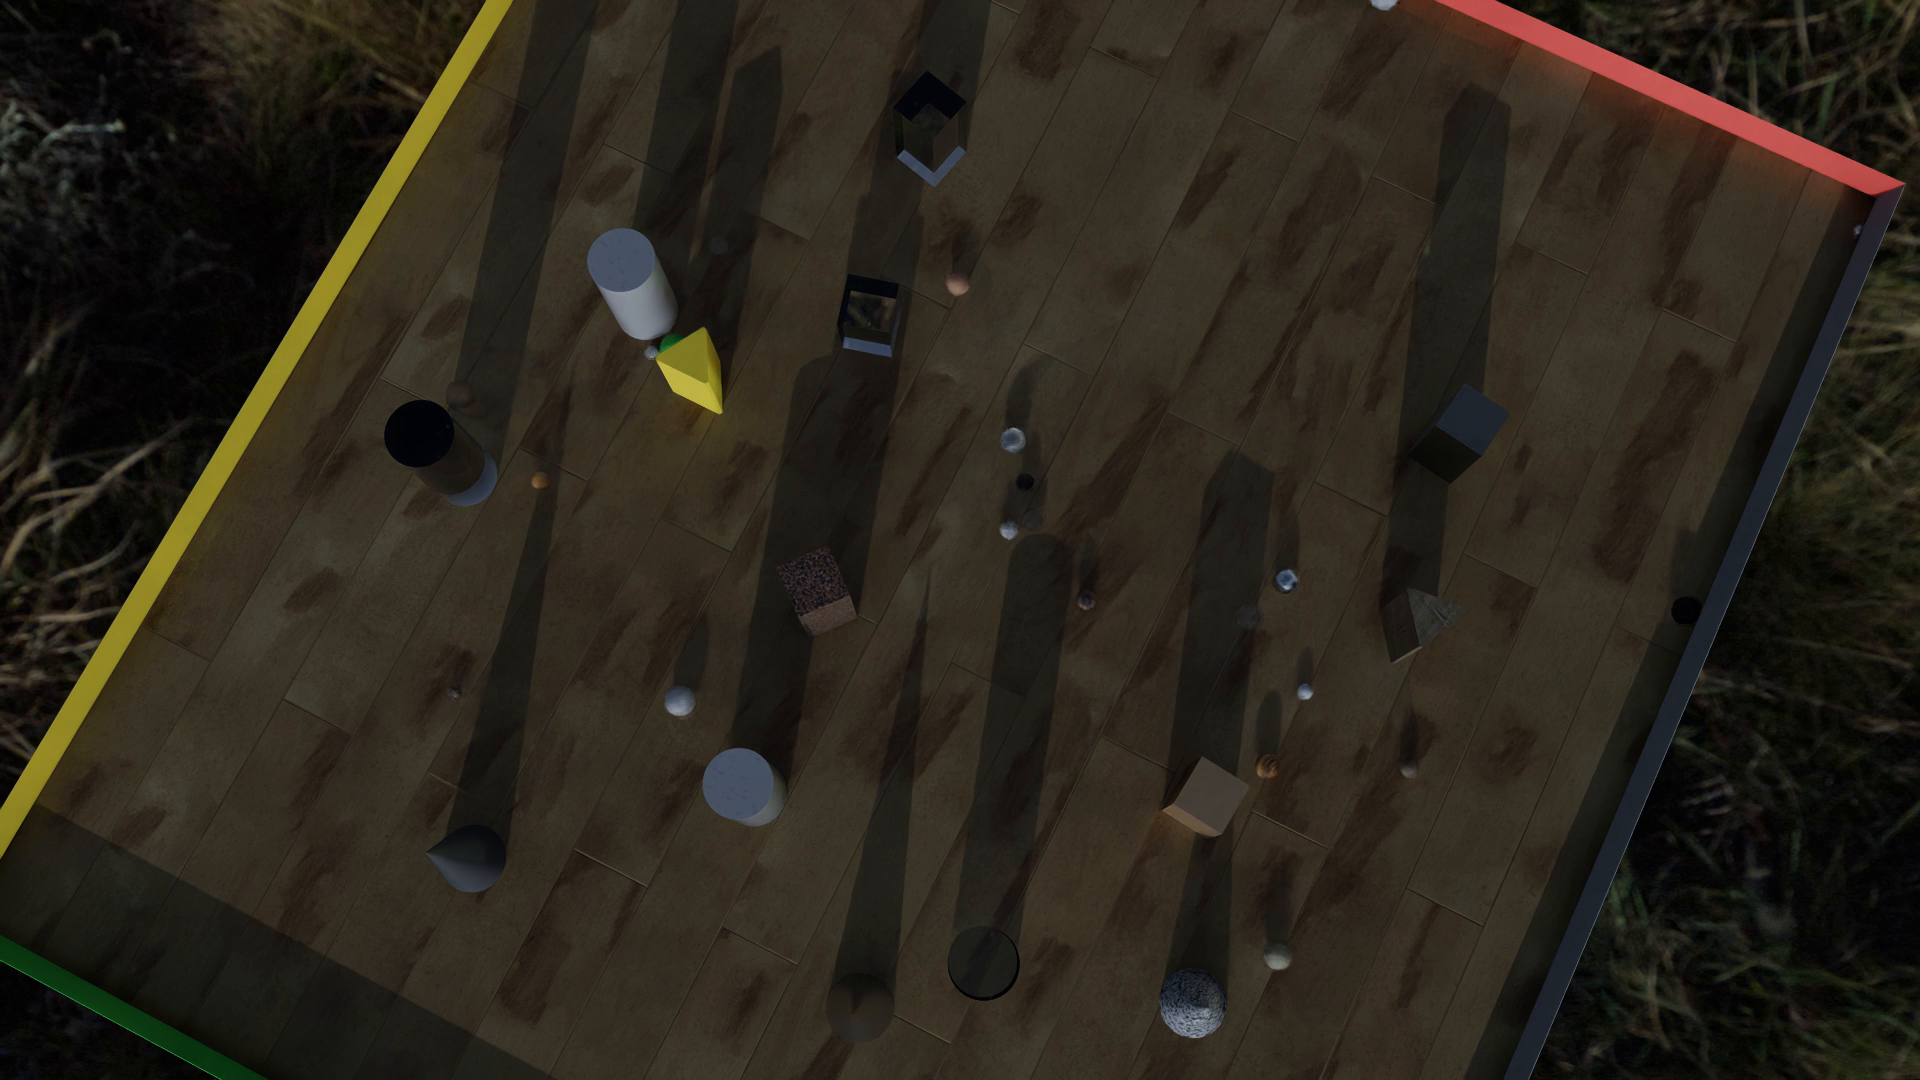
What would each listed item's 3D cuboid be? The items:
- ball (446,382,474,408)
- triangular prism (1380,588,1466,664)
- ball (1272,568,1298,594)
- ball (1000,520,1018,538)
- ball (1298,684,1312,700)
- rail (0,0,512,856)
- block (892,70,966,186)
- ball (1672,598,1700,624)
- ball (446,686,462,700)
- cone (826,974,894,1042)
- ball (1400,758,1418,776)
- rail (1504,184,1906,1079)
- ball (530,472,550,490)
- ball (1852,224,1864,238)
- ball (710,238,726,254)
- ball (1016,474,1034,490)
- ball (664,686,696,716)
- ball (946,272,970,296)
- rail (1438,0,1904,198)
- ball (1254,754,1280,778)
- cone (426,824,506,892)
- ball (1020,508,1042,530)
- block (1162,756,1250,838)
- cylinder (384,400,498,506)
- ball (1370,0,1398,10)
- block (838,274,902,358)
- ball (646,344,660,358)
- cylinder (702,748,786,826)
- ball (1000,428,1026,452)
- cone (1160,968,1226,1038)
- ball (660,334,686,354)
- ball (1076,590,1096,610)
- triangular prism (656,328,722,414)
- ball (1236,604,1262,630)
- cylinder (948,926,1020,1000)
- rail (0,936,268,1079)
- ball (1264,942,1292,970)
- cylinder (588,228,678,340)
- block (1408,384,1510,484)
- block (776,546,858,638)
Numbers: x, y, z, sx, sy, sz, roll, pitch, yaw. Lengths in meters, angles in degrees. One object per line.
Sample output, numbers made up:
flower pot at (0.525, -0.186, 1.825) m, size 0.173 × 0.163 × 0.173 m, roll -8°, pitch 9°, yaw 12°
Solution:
ball at (-1.545, -0.446, 5.668) m, size 0.081 × 0.081 × 0.081 m, roll 0°, pitch 78°, yaw 0°
triangular prism at (1.325, 0.230, 5.388) m, size 0.171 × 0.355 × 0.149 m, roll -39°, pitch 81°, yaw -7°
ball at (0.987, 0.124, 5.552) m, size 0.077 × 0.077 × 0.077 m, roll 0°, pitch 78°, yaw 0°
ball at (0.149, -0.031, 5.594) m, size 0.056 × 0.056 × 0.056 m, roll 0°, pitch 78°, yaw 0°
ball at (1.035, 0.457, 5.498) m, size 0.047 × 0.047 × 0.047 m, roll 0°, pitch 78°, yaw 0°
rail at (-1.888, -0.917, 5.740) m, size 0.045 × 0.129 × 4.660 m, roll 26°, pitch 80°, yaw 5°
block at (-0.091, -1.272, 5.691) m, size 0.158 × 0.370 × 0.158 m, roll 40°, pitch 81°, yaw 8°
ball at (2.191, 0.214, 5.530) m, size 0.083 × 0.083 × 0.083 m, roll 0°, pitch 78°, yaw 0°
ball at (-1.519, 0.457, 5.500) m, size 0.042 × 0.042 × 0.042 m, roll 0°, pitch 78°, yaw 0°
cone at (-0.292, 1.320, 5.133) m, size 0.198 × 0.412 × 0.198 m, roll 0°, pitch 78°, yaw 0°
ball at (1.333, 0.677, 5.450) m, size 0.052 × 0.052 × 0.052 m, roll 0°, pitch 78°, yaw 0°
rail at (1.888, 0.931, 5.357) m, size 0.045 × 0.129 × 4.660 m, roll 26°, pitch 80°, yaw 5°
ball at (-1.289, -0.182, 5.626) m, size 0.055 × 0.055 × 0.055 m, roll 0°, pitch 78°, yaw 0°
ball at (2.845, -0.978, 5.798) m, size 0.042 × 0.042 × 0.042 m, roll 0°, pitch 78°, yaw 0°
ball at (-0.765, -0.929, 5.782) m, size 0.053 × 0.053 × 0.053 m, roll 0°, pitch 78°, yaw 0°
ball at (0.199, -0.178, 5.626) m, size 0.054 × 0.054 × 0.054 m, roll 0°, pitch 78°, yaw 0°
ball at (-0.836, 0.481, 5.471) m, size 0.090 × 0.090 × 0.090 m, roll 0°, pitch 78°, yaw 0°
ball at (-0.006, -0.805, 5.744) m, size 0.076 × 0.076 × 0.076 m, roll 0°, pitch 78°, yaw 0°
rail at (1.031, -2.013, 5.967) m, size 4.268 × 0.129 × 0.045 m, roll 26°, pitch 80°, yaw 5°
ball at (0.912, 0.672, 5.439) m, size 0.075 × 0.075 × 0.075 m, roll 0°, pitch 78°, yaw 0°
cone at (-1.442, 0.893, 5.182) m, size 0.198 × 0.489 × 0.198 m, roll 0°, pitch 78°, yaw 0°
ball at (0.220, -0.064, 5.595) m, size 0.067 × 0.067 × 0.067 m, roll 0°, pitch 78°, yaw 0°
block at (0.709, 0.748, 5.306) m, size 0.158 × 0.306 × 0.158 m, roll 32°, pitch 80°, yaw 6°
cylinder at (-1.527, -0.251, 5.416) m, size 0.198 × 0.494 × 0.198 m, roll 0°, pitch 78°, yaw 0°
ball at (1.374, -1.765, 5.935) m, size 0.093 × 0.093 × 0.093 m, roll 0°, pitch 78°, yaw 0°
block at (-0.276, -0.688, 5.634) m, size 0.158 × 0.244 × 0.158 m, roll 11°, pitch 79°, yaw 2°
ball at (-0.957, -0.587, 5.717) m, size 0.042 × 0.042 × 0.042 m, roll 0°, pitch 78°, yaw 0°
cylinder at (-0.614, 0.714, 5.269) m, size 0.198 × 0.391 × 0.198 m, roll 0°, pitch 78°, yaw 0°
ball at (0.163, -0.307, 5.641) m, size 0.077 × 0.077 × 0.077 m, roll 0°, pitch 78°, yaw 0°
cone at (0.679, 1.313, 5.169) m, size 0.198 × 0.345 × 0.198 m, roll 0°, pitch 78°, yaw 0°
ball at (-0.882, -0.590, 5.688) m, size 0.099 × 0.099 × 0.099 m, roll 0°, pitch 78°, yaw 0°
ball at (0.382, 0.180, 5.549) m, size 0.059 × 0.059 × 0.059 m, roll 0°, pitch 78°, yaw 0°
triangular prism at (-0.786, -0.529, 5.556) m, size 0.171 × 0.332 × 0.149 m, roll 26°, pitch 80°, yaw 5°
ball at (0.870, 0.231, 5.530) m, size 0.075 × 0.075 × 0.075 m, roll 0°, pitch 78°, yaw 0°
cylinder at (0.065, 1.194, 5.182) m, size 0.198 × 0.367 × 0.198 m, roll 0°, pitch 78°, yaw 0°
rail at (-1.031, 2.027, 5.130) m, size 4.268 × 0.129 × 0.045 m, roll 26°, pitch 80°, yaw 5°
ball at (0.922, 1.208, 5.325) m, size 0.082 × 0.082 × 0.082 m, roll 0°, pitch 78°, yaw 0°
cylinder at (-0.985, -0.769, 5.548) m, size 0.198 × 0.446 × 0.198 m, roll 0°, pitch 78°, yaw 0°
block at (1.493, -0.316, 5.504) m, size 0.158 × 0.348 × 0.158 m, roll 35°, pitch 80°, yaw 7°
block at (-0.416, 0.156, 5.382) m, size 0.158 × 0.396 × 0.158 m, roll -23°, pitch 79°, yaw -5°
